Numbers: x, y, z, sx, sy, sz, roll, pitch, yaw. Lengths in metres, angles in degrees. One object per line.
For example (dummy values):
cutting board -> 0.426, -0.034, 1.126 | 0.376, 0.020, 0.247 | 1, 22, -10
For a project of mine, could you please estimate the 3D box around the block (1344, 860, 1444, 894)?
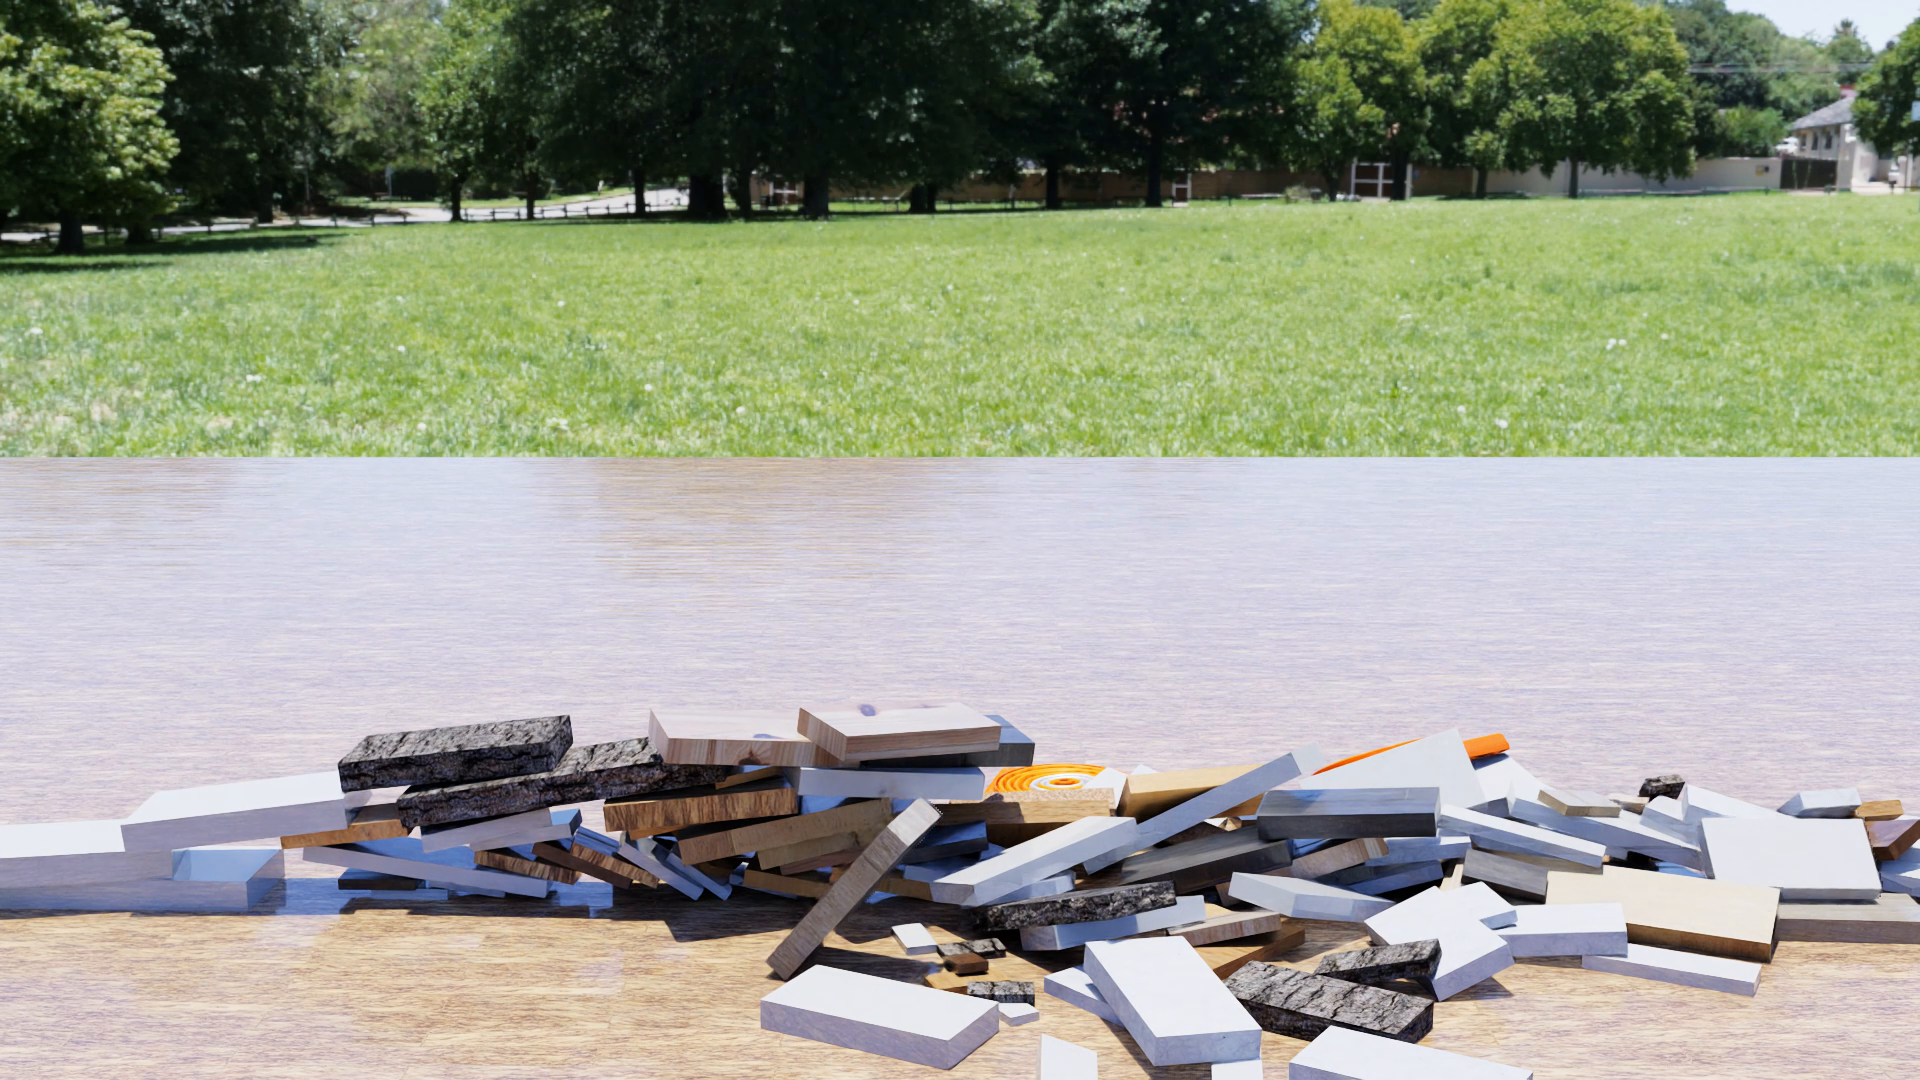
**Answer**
block -> 0.710, 0.556, 3.655 | 0.174, 0.025, 0.087 | -15, 9, 7

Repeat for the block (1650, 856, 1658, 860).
block -> 1.181, 0.539, 3.891 | 0.134, 0.019, 0.067 | 6, 12, 28

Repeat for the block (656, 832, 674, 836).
block -> -0.413, 0.469, 3.846 | 0.348, 0.049, 0.174 | -2, -27, 19

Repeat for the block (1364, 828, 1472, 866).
block -> 0.754, 0.506, 3.637 | 0.174, 0.025, 0.087 | -7, 9, 8

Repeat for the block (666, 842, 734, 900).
block -> -0.431, 0.550, 3.656 | 0.120, 0.017, 0.060 | 35, 9, -5

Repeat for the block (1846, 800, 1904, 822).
block -> 1.545, 0.496, 3.815 | 0.091, 0.026, 0.183 | -2, -26, -11

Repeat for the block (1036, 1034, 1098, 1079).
block -> 0.141, 0.707, 2.911 | 0.079, 0.022, 0.158 | 19, 11, -1

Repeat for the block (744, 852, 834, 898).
block -> -0.254, 0.562, 3.660 | 0.195, 0.028, 0.098 | 10, 12, 4

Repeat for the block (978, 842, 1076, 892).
block -> 0.111, 0.552, 3.667 | 0.165, 0.023, 0.082 | 19, 12, 0

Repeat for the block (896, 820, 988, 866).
block -> -0.036, 0.503, 3.651 | 0.165, 0.023, 0.082 | -10, 12, 1

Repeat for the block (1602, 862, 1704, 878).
block -> 1.161, 0.564, 3.684 | 0.155, 0.022, 0.077 | 4, 11, -23

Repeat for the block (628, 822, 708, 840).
block -> -0.469, 0.456, 3.632 | 0.154, 0.022, 0.077 | -13, 13, -3

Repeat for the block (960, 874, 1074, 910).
block -> 0.091, 0.567, 3.545 | 0.166, 0.023, 0.083 | -12, -7, 19

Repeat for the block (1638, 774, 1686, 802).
block -> 1.204, 0.471, 3.828 | 0.071, 0.142, 0.020 | -4, 37, -22

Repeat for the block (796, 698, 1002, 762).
block -> -0.097, 0.304, 3.547 | 0.295, 0.042, 0.148 | -1, 15, -35

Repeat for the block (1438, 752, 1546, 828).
block -> 0.862, 0.450, 3.847 | 0.284, 0.040, 0.142 | -11, 23, -14

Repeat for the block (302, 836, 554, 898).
block -> -0.879, 0.534, 3.663 | 0.402, 0.029, 0.104 | 9, 11, -1

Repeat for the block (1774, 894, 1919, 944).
block -> 1.400, 0.601, 3.508 | 0.260, 0.037, 0.130 | 1, 11, 4

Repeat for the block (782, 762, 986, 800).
block -> -0.130, 0.375, 3.602 | 0.309, 0.044, 0.154 | 4, 13, -18

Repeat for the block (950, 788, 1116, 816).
block -> 0.123, 0.489, 3.848 | 0.284, 0.040, 0.142 | -2, -34, -4

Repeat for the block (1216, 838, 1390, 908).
block -> 0.565, 0.523, 3.644 | 0.283, 0.040, 0.141 | -20, 7, 11

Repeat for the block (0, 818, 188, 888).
block -> -1.478, 0.518, 3.641 | 0.359, 0.051, 0.180 | -2, 11, -10

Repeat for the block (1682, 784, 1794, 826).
block -> 1.329, 0.476, 3.677 | 0.232, 0.033, 0.116 | 17, 15, 13

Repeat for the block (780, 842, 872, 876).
block -> -0.200, 0.508, 3.652 | 0.195, 0.028, 0.098 | -11, 13, 3

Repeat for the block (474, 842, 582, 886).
block -> -0.714, 0.531, 3.663 | 0.170, 0.024, 0.085 | 12, 11, 2

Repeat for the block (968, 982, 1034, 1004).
block -> 0.060, 0.657, 3.195 | 0.097, 0.014, 0.049 | 0, 11, 1

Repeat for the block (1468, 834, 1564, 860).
block -> 0.942, 0.504, 3.686 | 0.179, 0.025, 0.090 | 12, 10, -8

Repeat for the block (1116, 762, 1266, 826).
block -> 0.401, 0.441, 3.799 | 0.245, 0.122, 0.035 | -4, 55, -9

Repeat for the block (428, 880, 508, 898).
block -> -0.814, 0.568, 3.667 | 0.128, 0.018, 0.064 | 9, 11, -1

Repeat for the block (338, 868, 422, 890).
block -> -0.962, 0.564, 3.662 | 0.128, 0.018, 0.064 | 0, 11, 2

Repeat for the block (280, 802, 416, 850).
block -> -1.003, 0.470, 3.631 | 0.208, 0.029, 0.104 | -6, 11, 1

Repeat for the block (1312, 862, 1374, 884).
block -> 0.596, 0.557, 3.667 | 0.174, 0.025, 0.087 | -13, 9, 2

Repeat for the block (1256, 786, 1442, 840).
block -> 0.636, 0.446, 3.591 | 0.283, 0.040, 0.141 | -3, 10, 16

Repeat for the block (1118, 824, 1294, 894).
block -> 0.408, 0.532, 3.638 | 0.283, 0.040, 0.141 | -16, 7, 12

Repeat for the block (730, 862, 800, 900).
block -> -0.319, 0.570, 3.678 | 0.120, 0.017, 0.060 | 12, 13, 12

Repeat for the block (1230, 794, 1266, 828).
block -> 0.541, 0.502, 4.074 | 0.088, 0.025, 0.175 | -1, 11, -8

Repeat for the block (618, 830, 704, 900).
block -> -0.493, 0.533, 3.635 | 0.154, 0.022, 0.077 | 34, 9, -13

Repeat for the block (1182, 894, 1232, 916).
block -> 0.386, 0.602, 3.560 | 0.058, 0.016, 0.116 | -8, 13, -37

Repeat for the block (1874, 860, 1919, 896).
block -> 1.579, 0.543, 3.675 | 0.107, 0.030, 0.214 | 7, 13, 35

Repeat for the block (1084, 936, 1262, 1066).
block -> 0.294, 0.643, 3.088 | 0.151, 0.043, 0.302 | -1, 14, -15

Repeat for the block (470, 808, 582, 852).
block -> -0.719, 0.480, 3.643 | 0.170, 0.024, 0.085 | -9, 9, 4

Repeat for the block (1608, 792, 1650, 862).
block -> 1.156, 0.500, 3.795 | 0.066, 0.131, 0.019 | 6, 31, 27

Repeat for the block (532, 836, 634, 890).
block -> -0.620, 0.527, 3.660 | 0.170, 0.024, 0.085 | 21, 11, 0

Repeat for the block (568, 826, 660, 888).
block -> -0.567, 0.524, 3.638 | 0.154, 0.022, 0.077 | 23, 11, -8

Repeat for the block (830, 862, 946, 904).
block -> -0.117, 0.556, 3.658 | 0.195, 0.028, 0.098 | 10, 13, -3

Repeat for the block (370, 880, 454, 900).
block -> -0.910, 0.580, 3.671 | 0.128, 0.018, 0.064 | 0, 11, 2

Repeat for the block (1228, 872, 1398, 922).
block -> 0.561, 0.569, 3.485 | 0.259, 0.037, 0.130 | 13, 0, -42

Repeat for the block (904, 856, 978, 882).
block -> -0.009, 0.551, 3.656 | 0.165, 0.023, 0.082 | 10, 13, -2

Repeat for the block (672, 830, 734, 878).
block -> -0.435, 0.519, 3.689 | 0.120, 0.017, 0.060 | 43, 11, 37

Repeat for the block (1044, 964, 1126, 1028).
block -> 0.211, 0.663, 3.210 | 0.085, 0.024, 0.170 | -9, 14, -39

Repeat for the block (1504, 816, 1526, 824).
block -> 0.883, 0.505, 3.845 | 0.255, 0.036, 0.127 | 0, 22, -3
